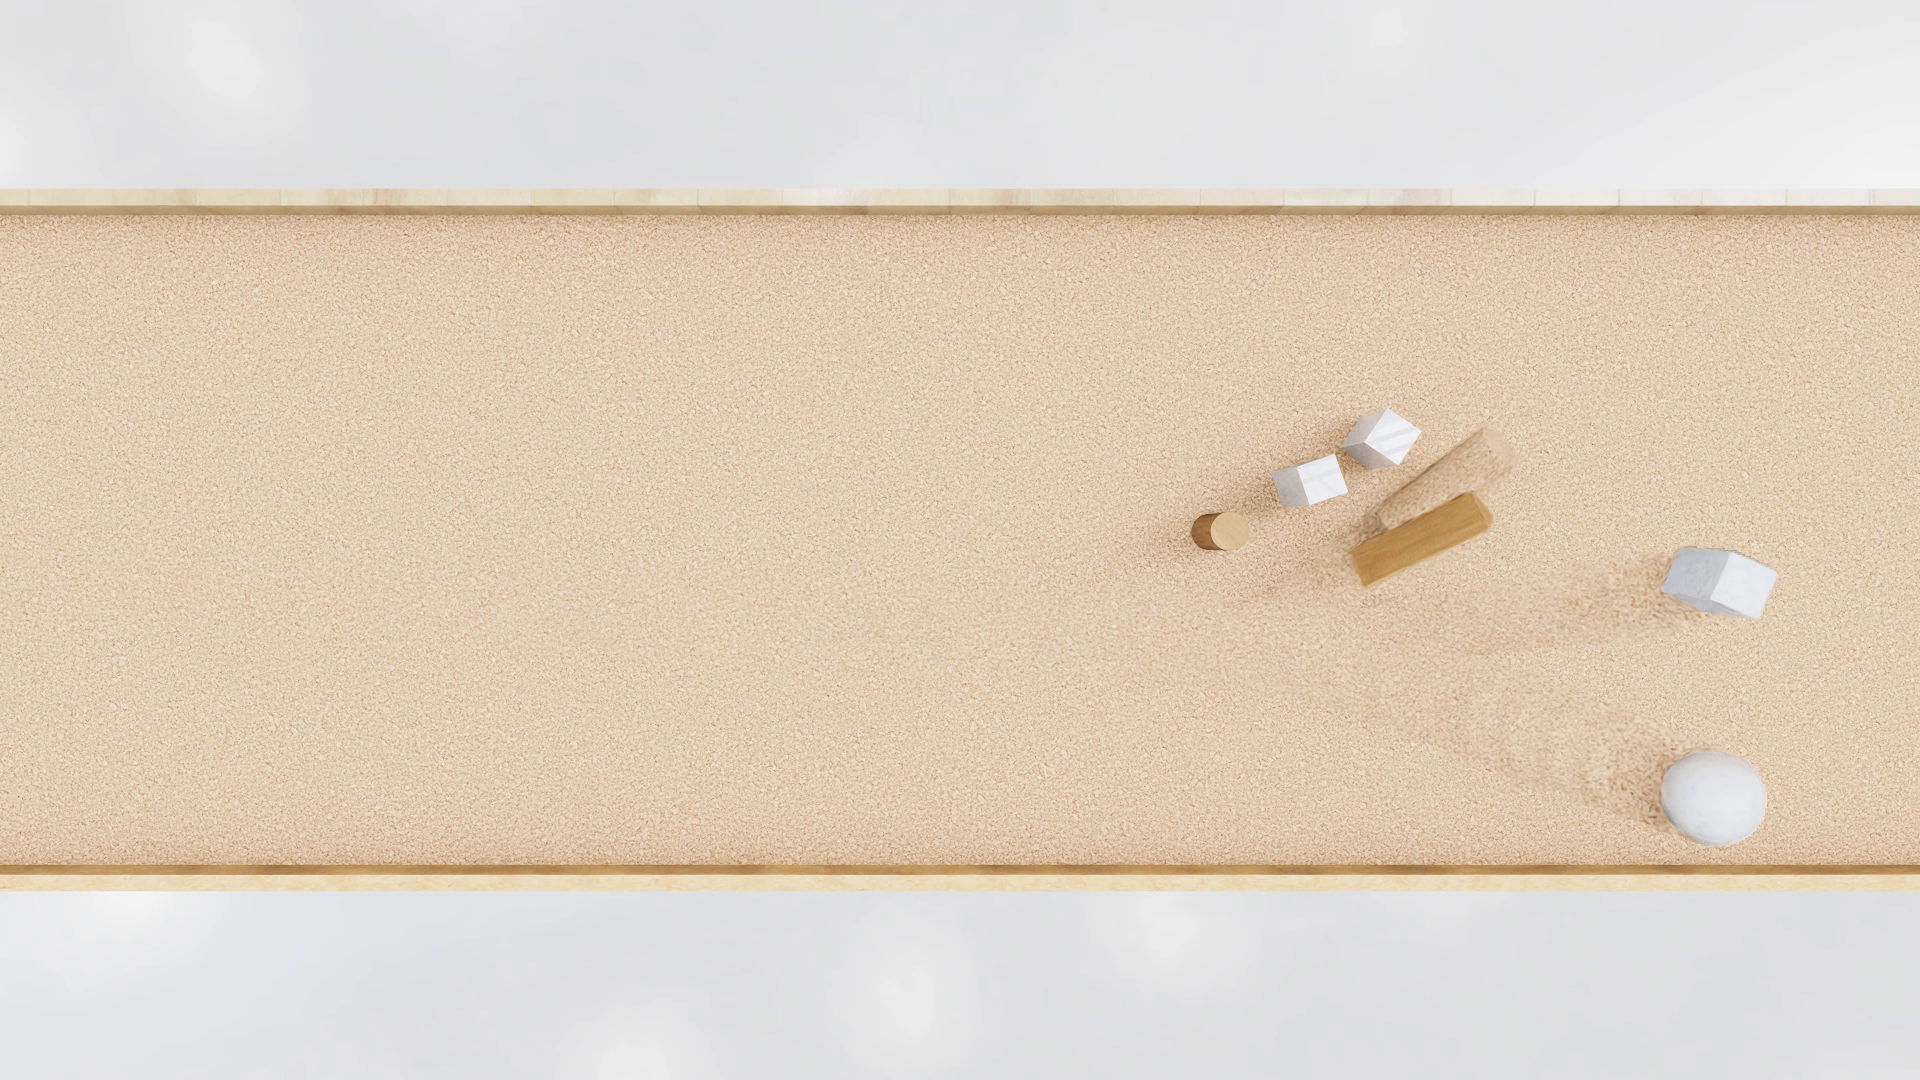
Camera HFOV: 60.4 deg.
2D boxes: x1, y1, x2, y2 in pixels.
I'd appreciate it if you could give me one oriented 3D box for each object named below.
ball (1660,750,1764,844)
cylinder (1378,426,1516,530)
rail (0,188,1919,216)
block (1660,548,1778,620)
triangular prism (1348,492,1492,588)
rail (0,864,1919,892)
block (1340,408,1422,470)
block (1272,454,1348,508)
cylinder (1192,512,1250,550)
[{"bbox_3d":[2.242,0.766,4.917,0.282,0.282,0.282,0,90,0],"label":"ball"},{"bbox_3d":[1.444,-0.161,4.903,0.144,0.144,0.402,48,125,0],"label":"cylinder"},{"bbox_3d":[-2.247,-1.025,5.002,12.000,0.150,0.050,0,90,0],"label":"rail"},{"bbox_3d":[2.255,0.127,4.911,0.148,0.323,0.148,24,91,-2],"label":"block"},{"bbox_3d":[1.373,0.018,4.899,0.408,0.108,0.125,-29,128,29],"label":"triangular prism"},{"bbox_3d":[-2.247,1.025,5.001,12.000,0.150,0.050,0,90,0],"label":"rail"},{"bbox_3d":[1.250,-0.298,4.919,0.119,0.315,0.119,34,90,0],"label":"block"},{"bbox_3d":[1.030,-0.172,4.882,0.114,0.390,0.114,-19,90,0],"label":"block"},{"bbox_3d":[0.767,-0.025,4.879,0.111,0.395,0.111,0,90,0],"label":"cylinder"}]
